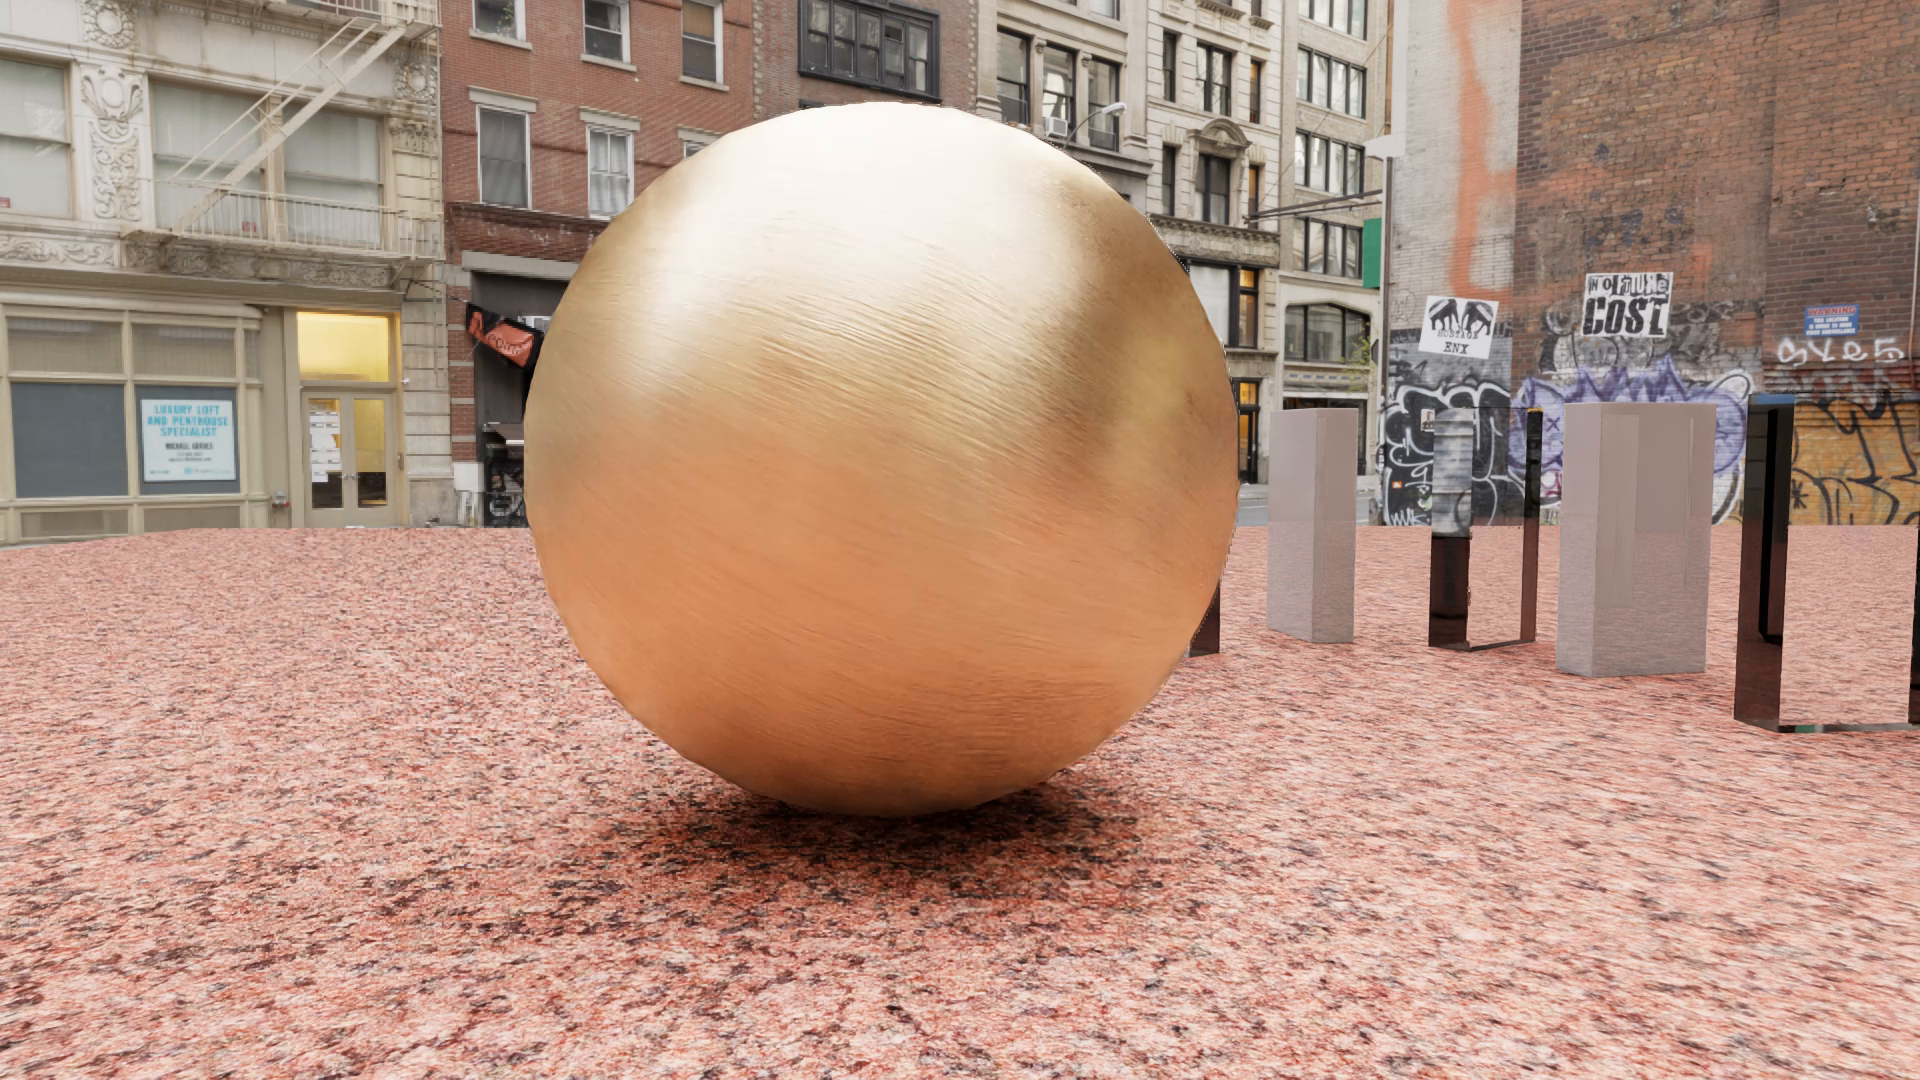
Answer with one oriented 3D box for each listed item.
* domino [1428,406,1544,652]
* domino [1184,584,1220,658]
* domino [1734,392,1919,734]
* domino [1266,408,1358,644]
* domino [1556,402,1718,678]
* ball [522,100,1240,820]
[{"bbox_3d":[0.111,-0.003,0.271,0.025,0.050,0.010,-3,5,-36],"label":"domino"},{"bbox_3d":[0.041,-0.002,0.266,0.009,0.050,0.025,-4,6,-40],"label":"domino"},{"bbox_3d":[0.132,0.003,0.193,0.025,0.050,0.009,0,4,-6],"label":"domino"},{"bbox_3d":[0.078,-0.004,0.285,0.009,0.050,0.025,-1,4,-9],"label":"domino"},{"bbox_3d":[0.126,0.000,0.239,0.025,0.050,0.009,-1,4,-14],"label":"domino"},{"bbox_3d":[-0.008,-0.009,0.148,0.080,0.080,0.080,0,4,0],"label":"ball"}]
